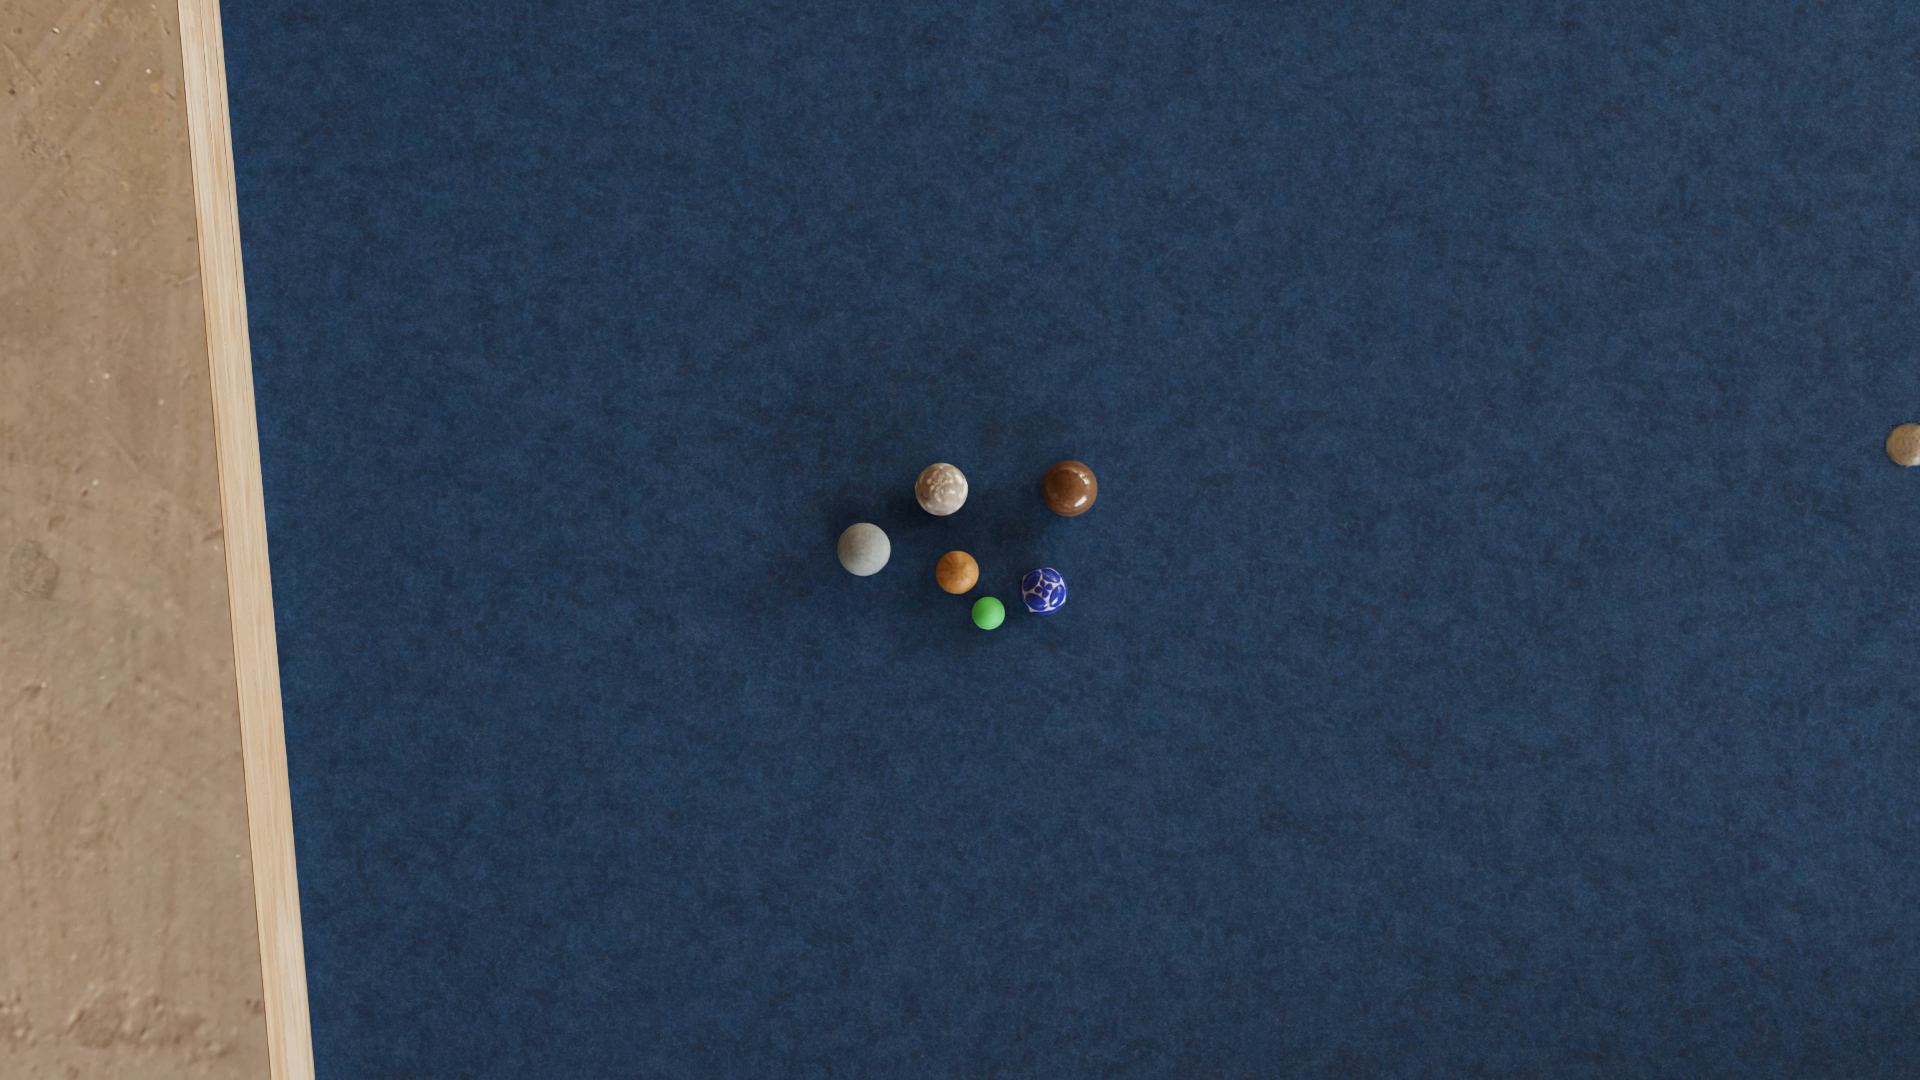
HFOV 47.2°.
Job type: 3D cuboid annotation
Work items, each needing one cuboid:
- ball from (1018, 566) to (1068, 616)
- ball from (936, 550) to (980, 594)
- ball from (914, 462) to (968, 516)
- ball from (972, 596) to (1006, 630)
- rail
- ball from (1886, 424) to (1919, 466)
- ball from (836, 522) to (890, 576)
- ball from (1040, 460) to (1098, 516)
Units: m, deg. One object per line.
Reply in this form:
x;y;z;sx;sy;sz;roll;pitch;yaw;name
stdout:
0.123;0.075;3.244;0.073;0.073;0.073;0;84;0;ball
-0.004;0.048;3.251;0.065;0.065;0.065;0;84;0;ball
-0.028;-0.075;3.258;0.079;0.079;0.079;0;84;0;ball
0.042;0.108;3.253;0.049;0.049;0.049;0;84;0;ball
-1.027;0.124;3.219;0.045;0.110;2.389;-7;84;-1;rail
1.414;-0.141;3.273;0.064;0.064;0.064;0;84;0;ball
-0.142;0.014;3.248;0.079;0.079;0.079;0;84;0;ball
0.162;-0.076;3.256;0.084;0.084;0.084;0;84;0;ball
